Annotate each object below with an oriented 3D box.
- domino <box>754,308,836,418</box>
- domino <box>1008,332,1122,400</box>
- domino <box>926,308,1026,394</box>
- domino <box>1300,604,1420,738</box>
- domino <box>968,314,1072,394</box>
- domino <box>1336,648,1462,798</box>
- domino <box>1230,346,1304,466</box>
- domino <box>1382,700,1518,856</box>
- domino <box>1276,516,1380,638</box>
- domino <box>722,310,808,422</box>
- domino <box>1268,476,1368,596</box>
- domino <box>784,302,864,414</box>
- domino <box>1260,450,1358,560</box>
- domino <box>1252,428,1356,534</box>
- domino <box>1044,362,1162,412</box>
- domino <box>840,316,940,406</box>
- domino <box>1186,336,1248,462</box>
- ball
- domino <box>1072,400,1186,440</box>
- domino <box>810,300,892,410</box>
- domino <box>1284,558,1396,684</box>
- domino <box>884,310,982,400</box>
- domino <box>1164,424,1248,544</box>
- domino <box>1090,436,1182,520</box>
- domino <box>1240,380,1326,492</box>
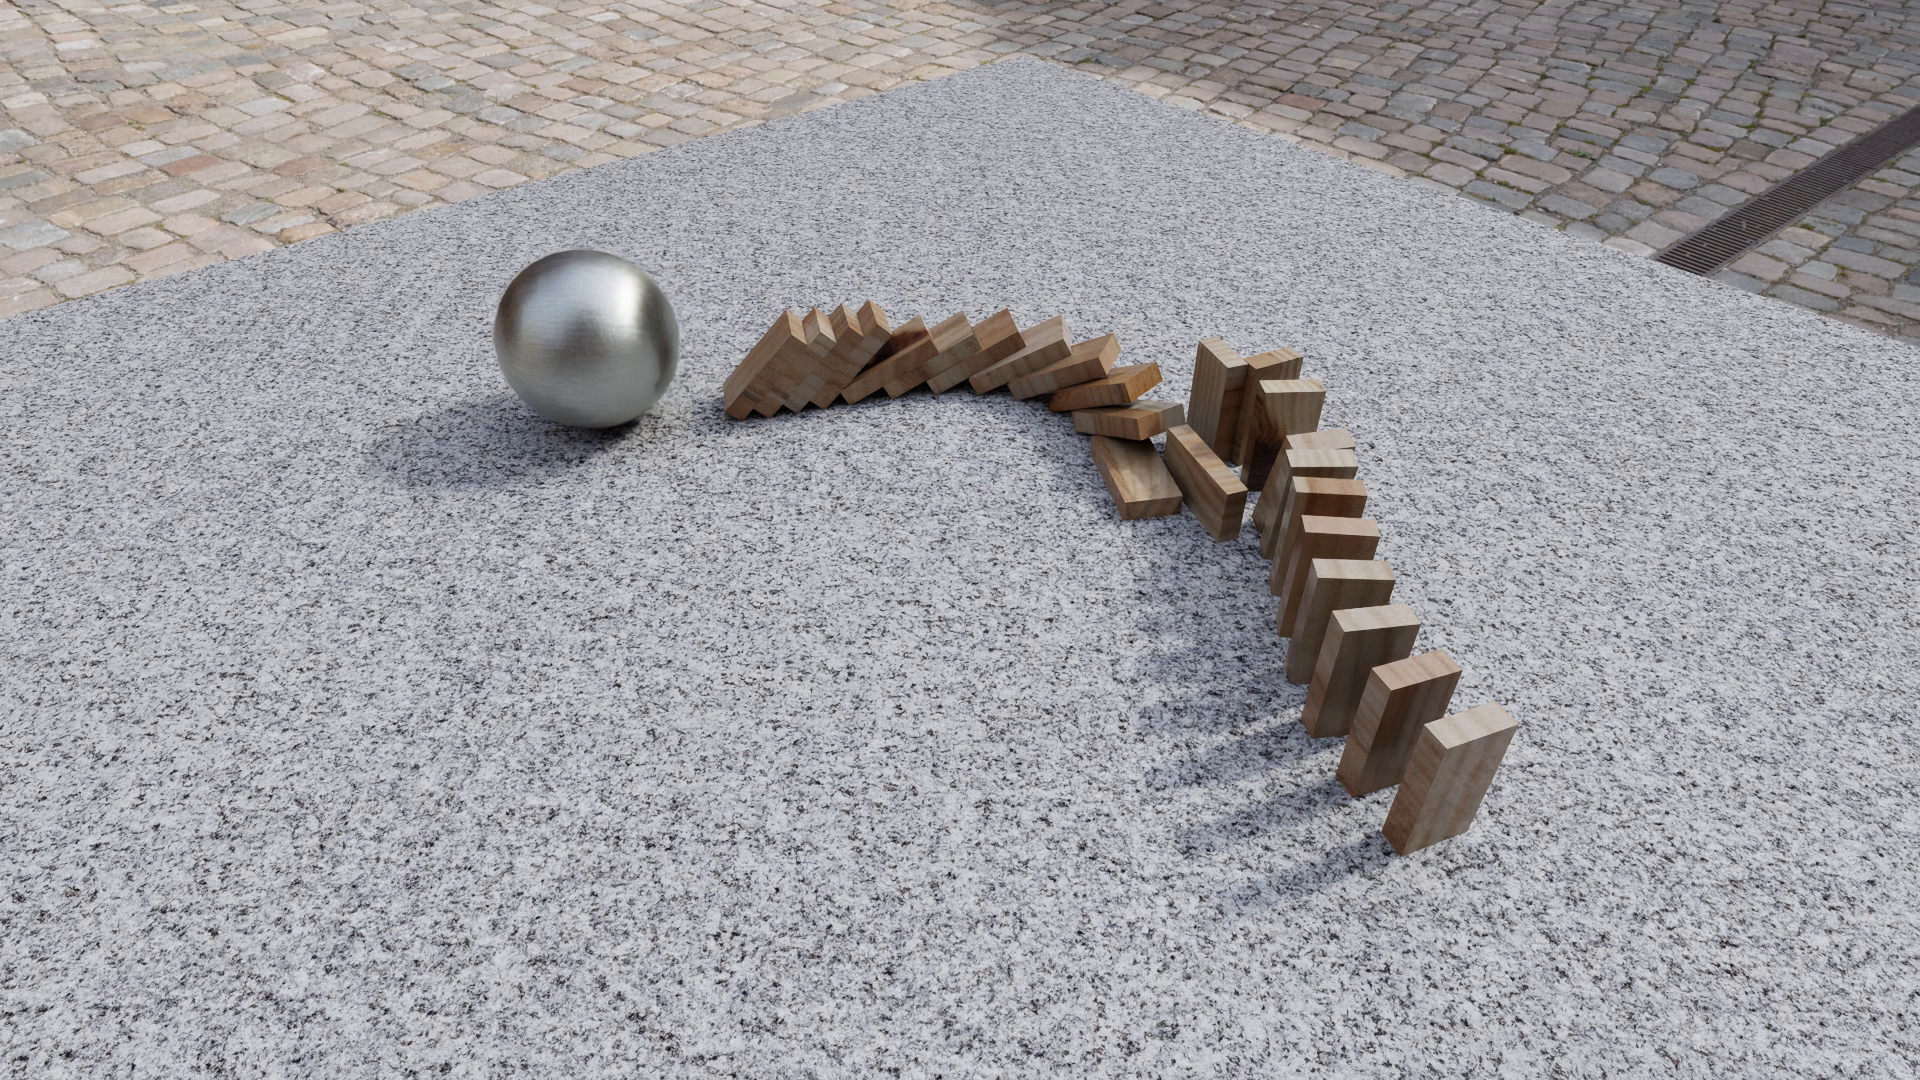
[{"bbox_3d":[-0.079,-0.084,0.519,0.009,0.050,0.025,31,25,-34],"label":"domino"},{"bbox_3d":[0.050,-0.083,0.526,0.050,0.010,0.025,-12,30,35],"label":"domino"},{"bbox_3d":[0.006,-0.092,0.539,0.050,0.009,0.025,-27,39,10],"label":"domino"},{"bbox_3d":[0.130,0.043,0.358,0.025,0.050,0.009,-5,40,-6],"label":"domino"},{"bbox_3d":[0.029,-0.090,0.536,0.050,0.010,0.025,-21,35,18],"label":"domino"},{"bbox_3d":[0.135,0.058,0.341,0.025,0.050,0.009,-12,41,-15],"label":"domino"},{"bbox_3d":[0.133,-0.058,0.482,0.025,0.050,0.009,-17,42,-19],"label":"domino"},{"bbox_3d":[0.144,0.071,0.325,0.025,0.050,0.009,-14,41,-16],"label":"domino"},{"bbox_3d":[0.131,0.014,0.394,0.025,0.050,0.009,4,39,4],"label":"domino"},{"bbox_3d":[-0.092,-0.082,0.517,0.010,0.050,0.025,31,24,-34],"label":"domino"},{"bbox_3d":[0.133,0.000,0.412,0.025,0.050,0.010,3,39,4],"label":"domino"},{"bbox_3d":[-0.067,-0.086,0.522,0.009,0.050,0.025,31,24,-34],"label":"domino"},{"bbox_3d":[0.135,-0.013,0.427,0.025,0.050,0.009,0,46,0],"label":"domino"},{"bbox_3d":[0.136,-0.023,0.439,0.025,0.050,0.010,-8,55,-10],"label":"domino"},{"bbox_3d":[0.066,-0.071,0.512,0.025,0.010,0.050,-35,22,-35],"label":"domino"},{"bbox_3d":[-0.036,-0.087,0.533,0.050,0.010,0.025,-29,40,8],"label":"domino"},{"bbox_3d":[0.113,-0.061,0.486,0.009,0.050,0.025,-13,41,-15],"label":"domino"},{"bbox_3d":[-0.168,-0.090,0.498,0.080,0.080,0.080,0,39,0],"label":"ball"},{"bbox_3d":[0.075,-0.055,0.494,0.025,0.010,0.050,-20,18,-24],"label":"domino"},{"bbox_3d":[-0.054,-0.088,0.525,0.009,0.050,0.025,31,24,-34],"label":"domino"},{"bbox_3d":[0.129,0.029,0.376,0.025,0.050,0.009,2,39,2],"label":"domino"},{"bbox_3d":[-0.016,-0.091,0.537,0.050,0.010,0.025,-28,40,8],"label":"domino"},{"bbox_3d":[0.102,-0.024,0.461,0.009,0.025,0.050,-13,41,-15],"label":"domino"},{"bbox_3d":[0.076,-0.029,0.479,0.025,0.009,0.050,-7,40,-8],"label":"domino"},{"bbox_3d":[0.136,-0.044,0.465,0.025,0.050,0.009,-2,39,-2],"label":"domino"}]
